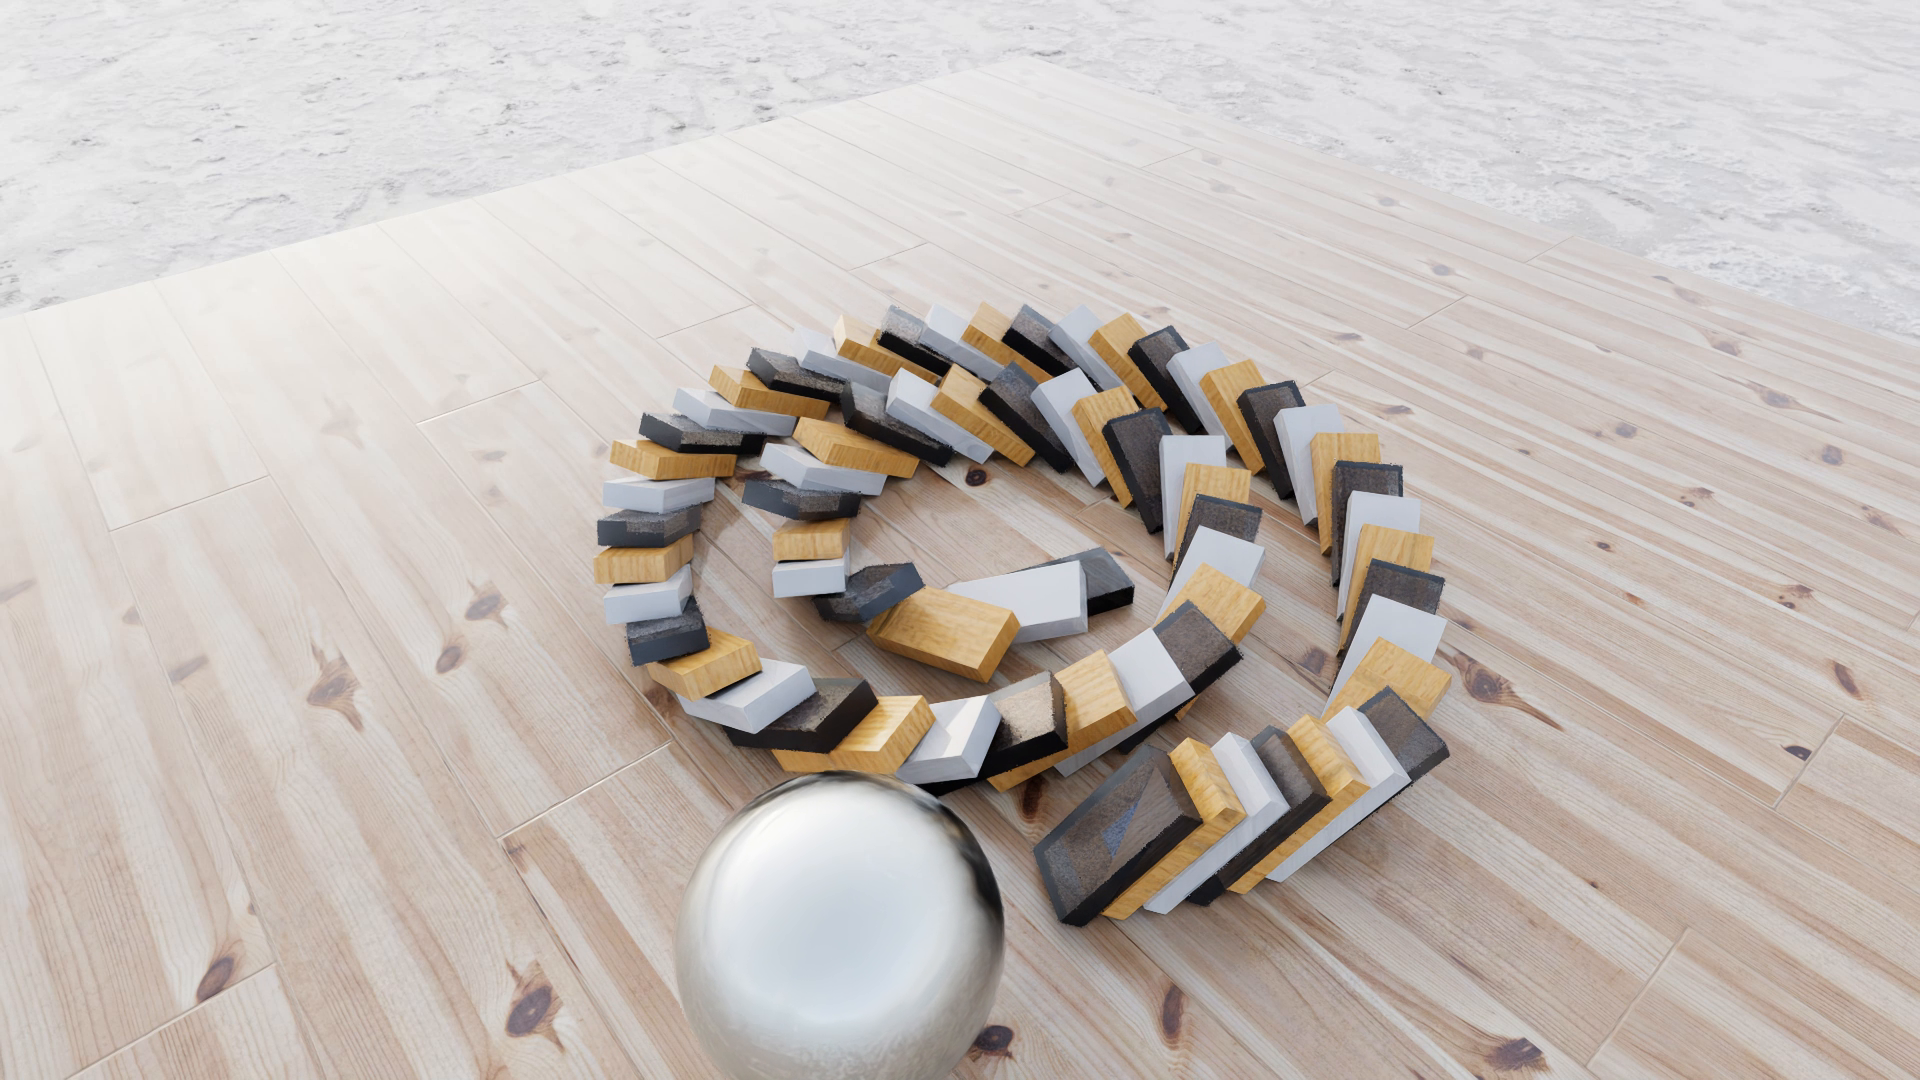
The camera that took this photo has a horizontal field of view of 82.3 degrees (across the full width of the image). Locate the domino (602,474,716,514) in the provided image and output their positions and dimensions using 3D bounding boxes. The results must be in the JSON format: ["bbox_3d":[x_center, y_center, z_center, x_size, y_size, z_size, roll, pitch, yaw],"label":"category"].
[{"bbox_3d":[-0.122,-0.020,0.449,0.025,0.010,0.050,7,10,9],"label":"domino"}]

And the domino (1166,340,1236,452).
[{"bbox_3d":[0.119,-0.066,0.505,0.025,0.010,0.050,-22,73,-25],"label":"domino"}]

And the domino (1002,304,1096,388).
[{"bbox_3d":[0.046,-0.092,0.538,0.050,0.010,0.025,34,42,-6],"label":"domino"}]

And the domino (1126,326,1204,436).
[{"bbox_3d":[0.104,-0.076,0.517,0.025,0.010,0.050,-27,76,-30],"label":"domino"}]

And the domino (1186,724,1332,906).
[{"bbox_3d":[0.080,0.080,0.318,0.009,0.050,0.025,27,25,-35],"label":"domino"}]

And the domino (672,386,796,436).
[{"bbox_3d":[-0.101,-0.057,0.495,0.025,0.009,0.050,32,19,33],"label":"domino"}]

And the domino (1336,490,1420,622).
[{"bbox_3d":[0.158,0.007,0.416,0.025,0.010,0.050,9,69,10],"label":"domino"}]

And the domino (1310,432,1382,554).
[{"bbox_3d":[0.159,-0.019,0.448,0.025,0.009,0.050,1,69,1],"label":"domino"}]

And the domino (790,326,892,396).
[{"bbox_3d":[-0.055,-0.086,0.529,0.050,0.010,0.025,15,30,-32],"label":"domino"}]

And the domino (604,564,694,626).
[{"bbox_3d":[-0.113,0.019,0.401,0.025,0.009,0.050,-7,10,-8],"label":"domino"}]

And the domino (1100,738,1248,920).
[{"bbox_3d":[0.056,0.083,0.315,0.009,0.050,0.025,26,26,-34],"label":"domino"}]

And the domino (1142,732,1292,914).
[{"bbox_3d":[0.068,0.082,0.316,0.010,0.050,0.025,27,25,-35],"label":"domino"}]

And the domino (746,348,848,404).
[{"bbox_3d":[-0.072,-0.076,0.518,0.050,0.010,0.025,6,28,-43],"label":"domino"}]

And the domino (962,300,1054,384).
[{"bbox_3d":[0.027,-0.095,0.541,0.050,0.010,0.025,32,41,-8],"label":"domino"}]

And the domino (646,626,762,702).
[{"bbox_3d":[-0.088,0.041,0.374,0.025,0.009,0.050,-25,14,-27],"label":"domino"}]

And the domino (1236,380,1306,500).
[{"bbox_3d":[0.143,-0.044,0.479,0.025,0.009,0.050,-13,70,-15],"label":"domino"}]

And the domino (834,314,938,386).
[{"bbox_3d":[-0.036,-0.091,0.536,0.050,0.009,0.025,19,32,-25],"label":"domino"}]

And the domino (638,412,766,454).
[{"bbox_3d":[-0.112,-0.046,0.481,0.025,0.010,0.050,25,16,28],"label":"domino"}]

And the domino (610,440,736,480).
[{"bbox_3d":[-0.121,-0.035,0.467,0.025,0.010,0.050,20,13,23],"label":"domino"}]

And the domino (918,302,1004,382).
[{"bbox_3d":[0.005,-0.095,0.541,0.050,0.009,0.025,27,38,-14],"label":"domino"}]

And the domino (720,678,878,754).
[{"bbox_3d":[-0.053,0.056,0.356,0.050,0.010,0.025,-6,27,44],"label":"domino"}]

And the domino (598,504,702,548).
[{"bbox_3d":[-0.121,-0.006,0.433,0.025,0.010,0.050,2,10,2],"label":"domino"}]

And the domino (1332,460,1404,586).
[{"bbox_3d":[0.160,-0.006,0.432,0.025,0.009,0.050,5,69,6],"label":"domino"}]

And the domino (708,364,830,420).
[{"bbox_3d":[-0.088,-0.068,0.508,0.050,0.010,0.025,4,28,-46],"label":"domino"}]

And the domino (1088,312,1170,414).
[{"bbox_3d":[0.087,-0.084,0.527,0.025,0.009,0.050,-34,80,-35],"label":"domino"}]

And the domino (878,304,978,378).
[{"bbox_3d":[-0.015,-0.095,0.541,0.050,0.009,0.025,25,36,-16],"label":"domino"}]

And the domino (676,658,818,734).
[{"bbox_3d":[-0.072,0.050,0.364,0.025,0.010,0.050,-33,20,-33],"label":"domino"}]

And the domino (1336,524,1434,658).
[{"bbox_3d":[0.155,0.021,0.400,0.025,0.010,0.050,13,70,15],"label":"domino"}]

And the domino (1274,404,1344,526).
[{"bbox_3d":[0.152,-0.032,0.464,0.025,0.010,0.050,-7,70,-9],"label":"domino"}]

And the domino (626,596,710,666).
[{"bbox_3d":[-0.103,0.031,0.386,0.025,0.010,0.050,-13,11,-15],"label":"domino"}]

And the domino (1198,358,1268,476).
[{"bbox_3d":[0.131,-0.055,0.493,0.025,0.010,0.050,-19,72,-22],"label":"domino"}]

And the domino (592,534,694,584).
[{"bbox_3d":[-0.119,0.006,0.417,0.025,0.010,0.050,-2,10,-2],"label":"domino"}]

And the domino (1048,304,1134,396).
[{"bbox_3d":[0.069,-0.090,0.535,0.050,0.009,0.025,45,50,4],"label":"domino"}]

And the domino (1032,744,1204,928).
[{"bbox_3d":[0.044,0.084,0.313,0.010,0.050,0.025,26,26,-34],"label":"domino"}]
